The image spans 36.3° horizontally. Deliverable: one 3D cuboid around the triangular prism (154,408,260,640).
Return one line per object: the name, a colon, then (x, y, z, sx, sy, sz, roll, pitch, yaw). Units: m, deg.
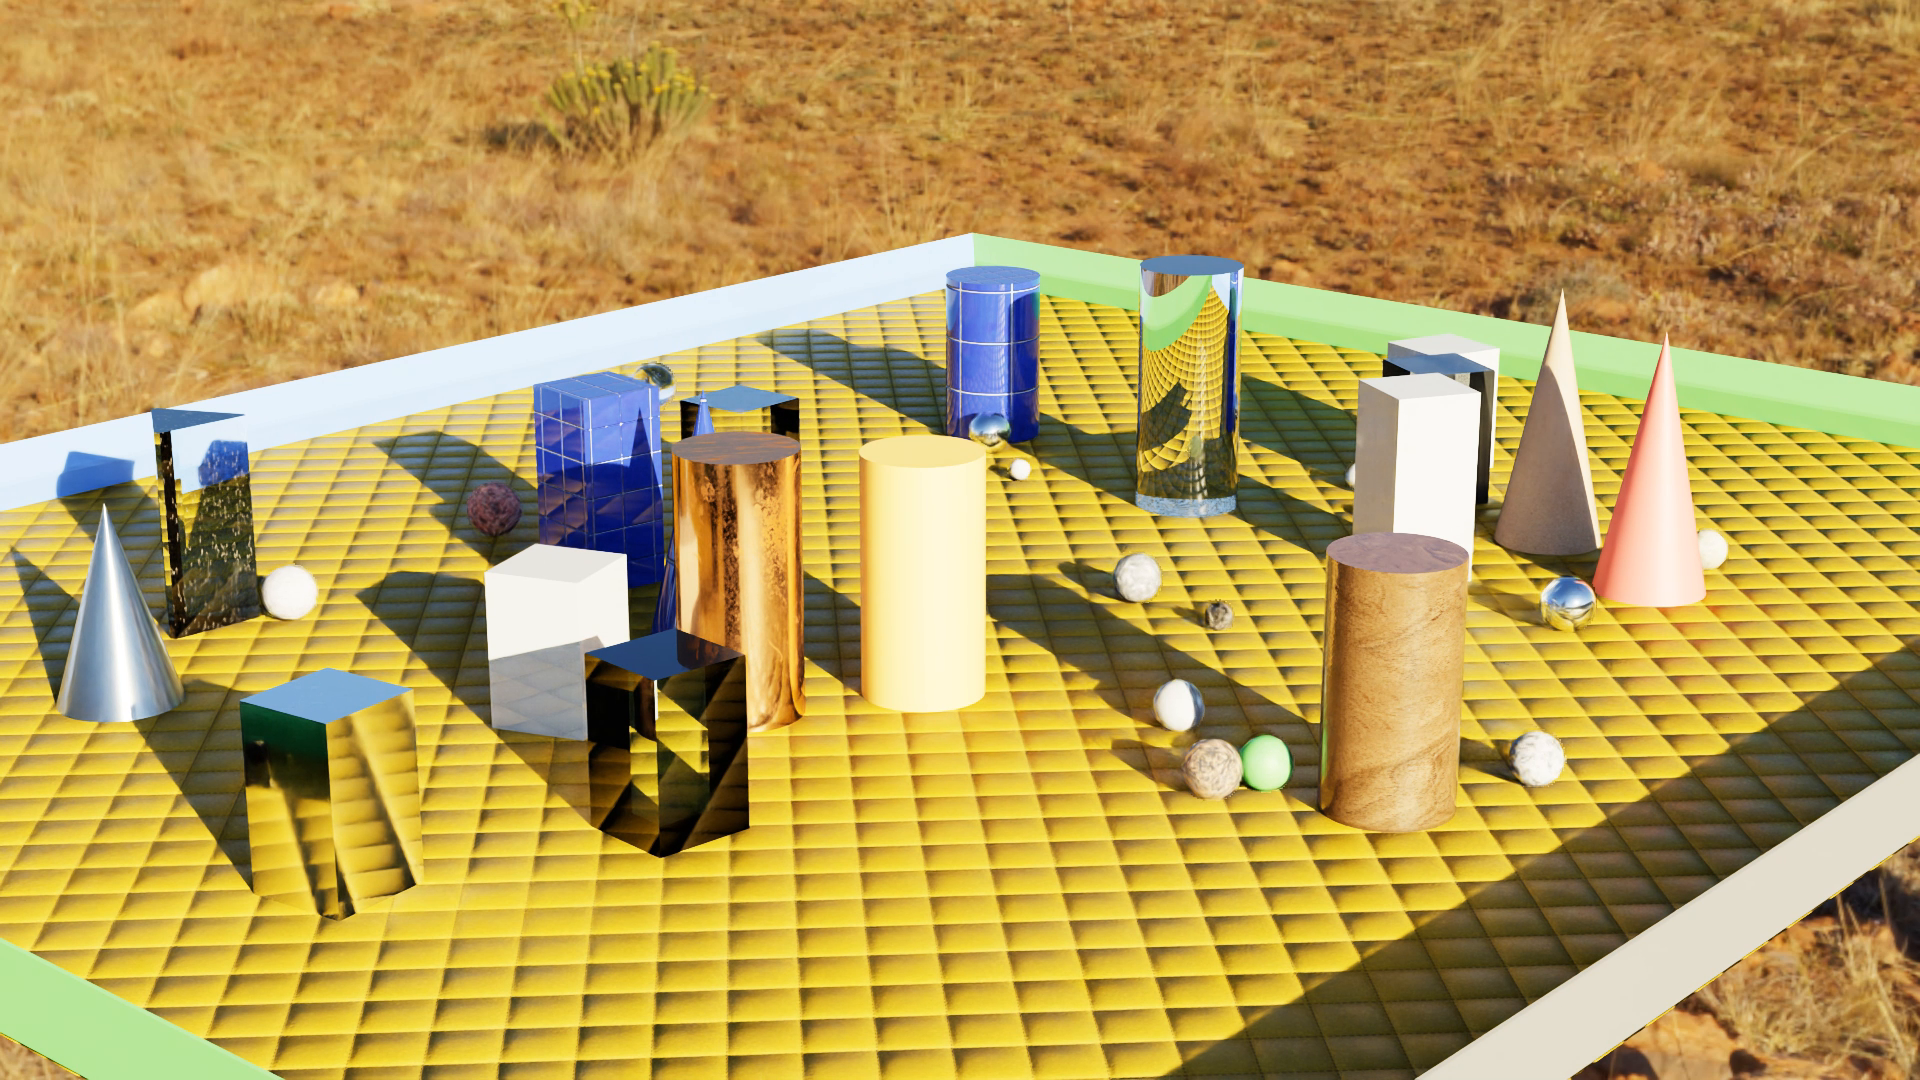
triangular prism: (-1.310, -0.037, 4.958, 0.148, 0.356, 0.171, 16, 23, 42)

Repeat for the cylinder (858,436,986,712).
cylinder: (-0.058, 0.051, 4.600, 0.197, 0.394, 0.197, 0, 17, 0)

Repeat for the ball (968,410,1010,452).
ball: (0.061, -0.223, 6.041, 0.088, 0.088, 0.088, 0, 17, 0)

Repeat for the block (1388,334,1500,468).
block: (0.972, -0.274, 5.933, 0.158, 0.247, 0.158, -9, 19, -28)

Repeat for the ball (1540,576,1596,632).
ball: (1.023, 0.107, 4.936, 0.094, 0.094, 0.094, 0, 17, 0)

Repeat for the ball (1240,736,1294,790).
ball: (0.442, 0.323, 4.242, 0.081, 0.081, 0.081, 0, 17, 0)

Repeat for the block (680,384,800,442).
block: (-0.412, -0.148, 5.522, 0.158, 0.243, 0.158, 14, 22, 38)

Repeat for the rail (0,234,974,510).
rail: (-1.291, -0.291, 6.193, 0.045, 0.128, 4.092, 14, 22, 39)

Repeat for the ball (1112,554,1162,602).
ball: (0.307, 0.066, 5.085, 0.085, 0.085, 0.085, 0, 17, 0)

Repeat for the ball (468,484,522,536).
ball: (-0.867, -0.056, 5.470, 0.097, 0.097, 0.097, 0, 17, 0)

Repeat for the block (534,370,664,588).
block: (-0.636, -0.100, 5.172, 0.158, 0.354, 0.158, -14, 22, -38)

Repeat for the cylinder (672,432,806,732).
cylinder: (-0.339, 0.063, 4.507, 0.197, 0.425, 0.197, 0, 17, 0)

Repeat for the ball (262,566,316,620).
ball: (-1.142, 0.090, 4.991, 0.093, 0.093, 0.093, 0, 17, 0)

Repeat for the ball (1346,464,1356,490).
ball: (0.787, -0.124, 5.768, 0.056, 0.056, 0.056, 0, 17, 0)

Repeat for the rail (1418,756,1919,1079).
rail: (1.291, 0.355, 4.047, 0.045, 0.128, 4.092, 14, 22, 39)

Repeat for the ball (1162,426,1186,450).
ball: (0.443, -0.209, 6.059, 0.051, 0.051, 0.051, 0, 17, 0)

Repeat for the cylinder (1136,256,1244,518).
cylinder: (0.439, -0.296, 5.621, 0.197, 0.469, 0.197, 0, 17, 0)

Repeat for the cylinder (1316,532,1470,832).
cylinder: (0.609, 0.199, 4.134, 0.197, 0.379, 0.197, 0, 17, 0)

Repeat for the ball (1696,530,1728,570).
ball: (1.341, 0.018, 5.266, 0.073, 0.073, 0.073, 0, 17, 0)

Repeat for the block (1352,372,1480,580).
block: (0.808, -0.106, 5.209, 0.158, 0.344, 0.158, -6, 18, -18)

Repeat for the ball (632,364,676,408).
ball: (-0.670, -0.334, 6.391, 0.099, 0.099, 0.099, 0, 17, 0)

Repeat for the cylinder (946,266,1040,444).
cylinder: (0.069, -0.389, 6.154, 0.197, 0.340, 0.197, 0, 17, 0)

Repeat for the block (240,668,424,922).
block: (-0.828, 0.333, 3.873, 0.158, 0.273, 0.158, 11, 20, 32)

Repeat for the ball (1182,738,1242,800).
ball: (0.362, 0.328, 4.210, 0.088, 0.088, 0.088, 0, 17, 0)

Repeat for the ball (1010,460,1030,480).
ball: (0.119, -0.140, 5.841, 0.043, 0.043, 0.043, 0, 17, 0)

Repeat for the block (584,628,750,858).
block: (-0.406, 0.280, 4.077, 0.158, 0.257, 0.158, -15, 22, -41)

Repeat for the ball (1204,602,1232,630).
ball: (0.436, 0.129, 4.943, 0.047, 0.047, 0.047, 0, 17, 0)

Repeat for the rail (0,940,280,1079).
rail: (-1.326, 0.473, 3.658, 3.466, 0.128, 0.045, 14, 22, 39)

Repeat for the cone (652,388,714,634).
cone: (-0.422, -0.048, 4.880, 0.197, 0.423, 0.197, 0, 17, 0)

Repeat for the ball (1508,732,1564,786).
ball: (0.837, 0.318, 4.259, 0.080, 0.080, 0.080, 0, 17, 0)

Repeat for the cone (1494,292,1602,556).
cone: (1.093, -0.228, 5.386, 0.197, 0.476, 0.197, 0, 17, 0)

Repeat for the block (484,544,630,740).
block: (-0.615, 0.155, 4.503, 0.158, 0.250, 0.158, 6, 18, 20)

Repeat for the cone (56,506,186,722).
cone: (-1.320, 0.098, 4.567, 0.197, 0.323, 0.197, 0, 17, 0)

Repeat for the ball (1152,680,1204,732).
ball: (0.334, 0.253, 4.476, 0.079, 0.079, 0.079, 0, 17, 0)

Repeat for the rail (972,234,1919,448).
rail: (1.326, -0.408, 6.582, 3.466, 0.128, 0.045, 14, 22, 39)

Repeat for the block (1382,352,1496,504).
block: (0.924, -0.212, 5.696, 0.158, 0.265, 0.158, -6, 18, -19)

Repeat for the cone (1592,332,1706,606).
cone: (1.212, -0.136, 5.096, 0.197, 0.465, 0.197, 0, 17, 0)
